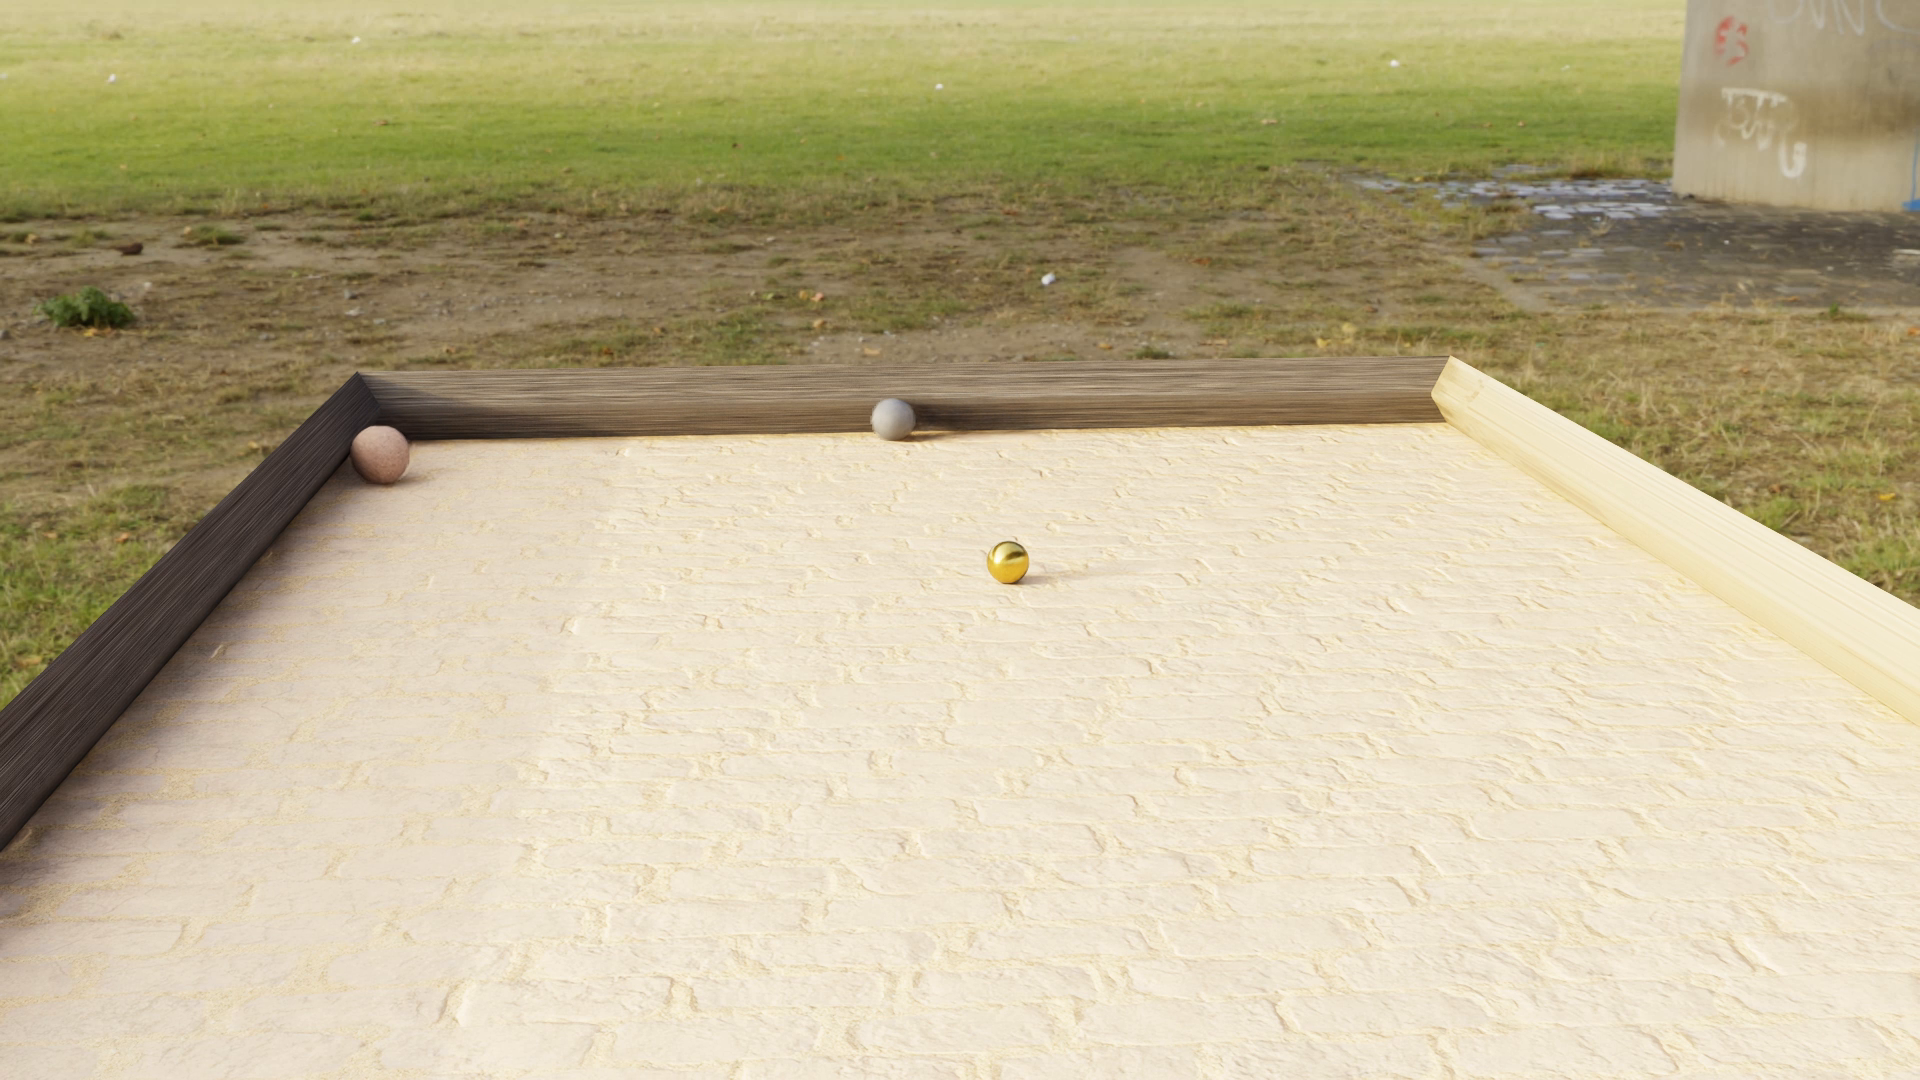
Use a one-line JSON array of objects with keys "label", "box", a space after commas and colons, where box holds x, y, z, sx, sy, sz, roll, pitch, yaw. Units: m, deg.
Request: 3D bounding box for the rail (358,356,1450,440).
[{"label": "rail", "box": [-0.074, -0.236, 3.701, 1.851, 0.116, 0.045, -1, 14, -5]}]

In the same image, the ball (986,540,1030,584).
[{"label": "ball", "box": [0.061, 0.028, 2.787, 0.055, 0.055, 0.055, 0, 14, 0]}]

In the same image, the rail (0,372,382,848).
[{"label": "rail", "box": [-0.823, 0.208, 1.947, 0.045, 0.116, 3.523, -1, 14, -5]}]

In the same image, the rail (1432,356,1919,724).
[{"label": "rail", "box": [0.974, 0.170, 2.097, 0.045, 0.116, 3.523, -1, 14, -5]}]

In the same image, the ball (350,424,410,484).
[{"label": "ball", "box": [-0.881, -0.131, 3.343, 0.089, 0.089, 0.089, 0, 14, 0]}]

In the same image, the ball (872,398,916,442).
[{"label": "ball", "box": [-0.110, -0.200, 3.653, 0.071, 0.071, 0.071, 0, 14, 0]}]
